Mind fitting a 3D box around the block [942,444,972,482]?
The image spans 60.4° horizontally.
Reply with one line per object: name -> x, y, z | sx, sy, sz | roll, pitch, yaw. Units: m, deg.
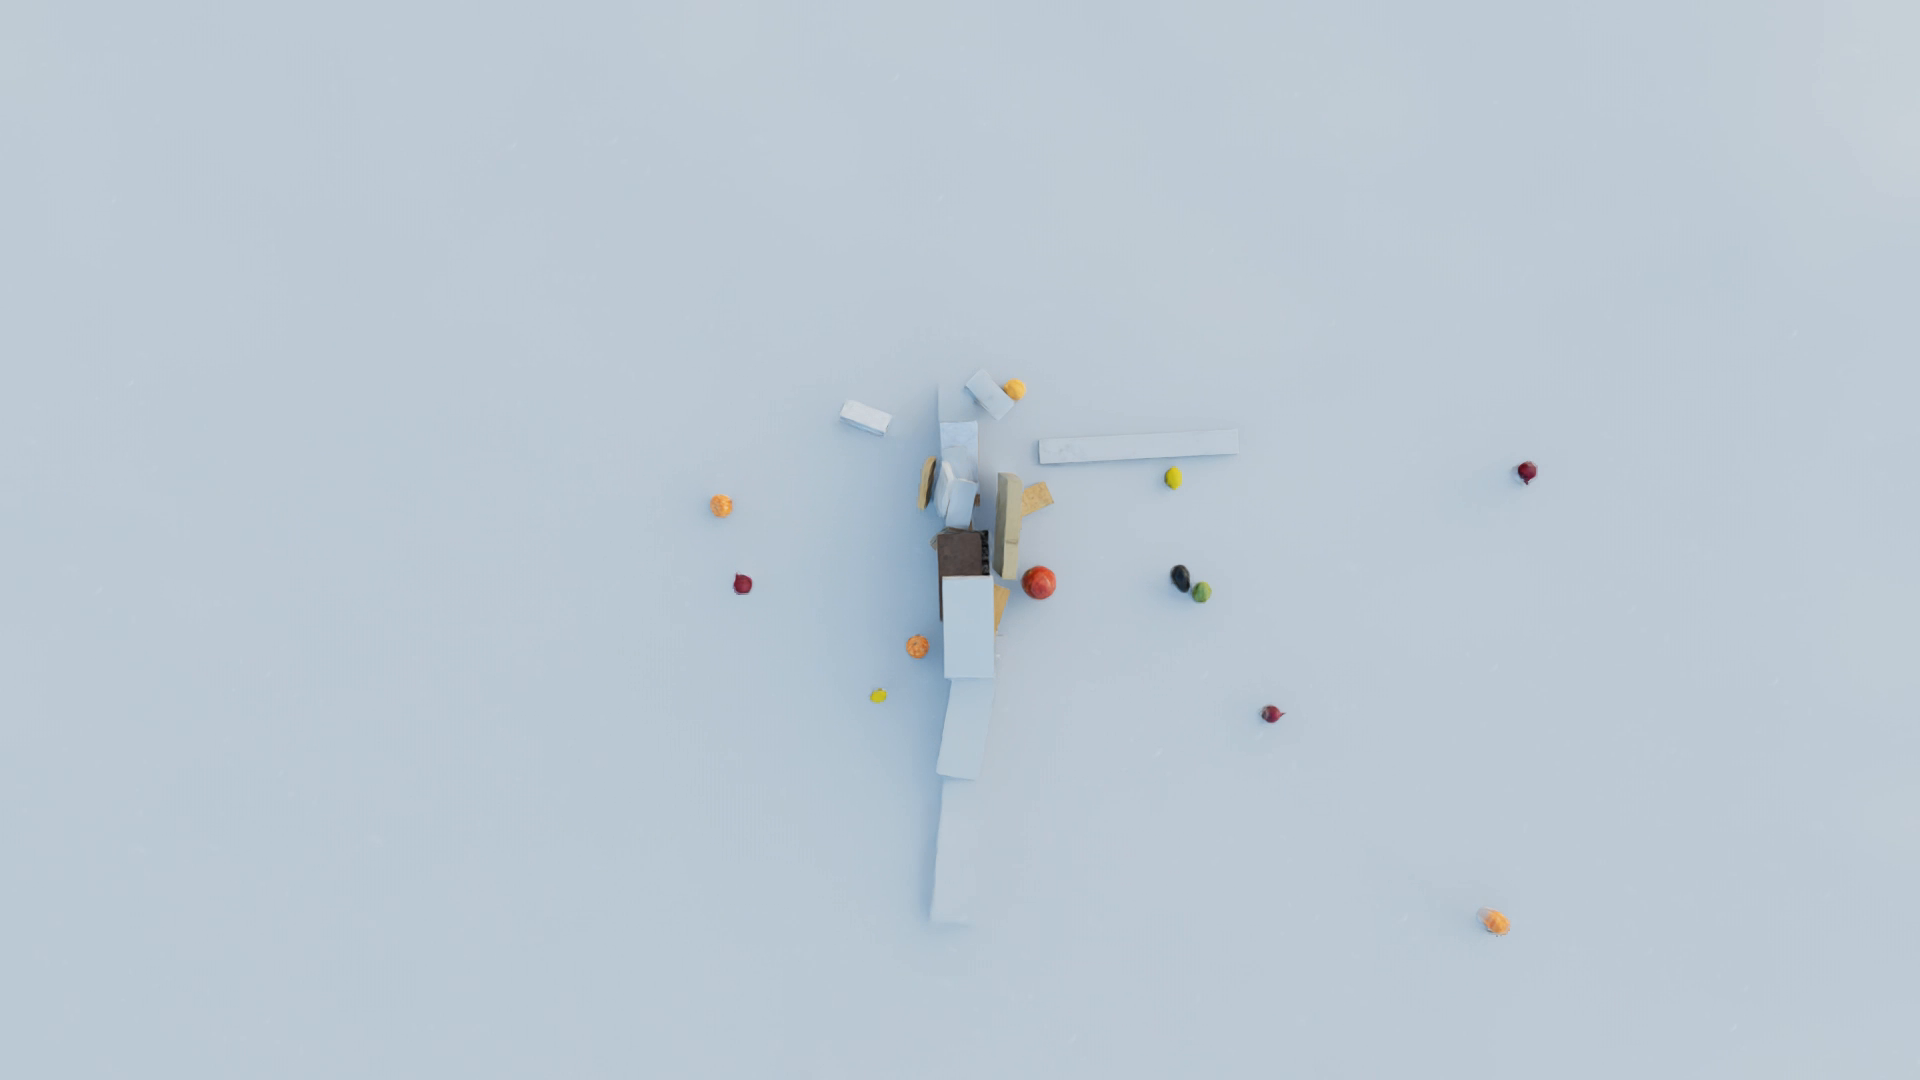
block -> -0.009, -0.228, 5.394 | 0.078, 0.022, 0.157 | -9, 102, 2

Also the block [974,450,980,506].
block -> 0.003, -0.233, 5.458 | 0.121, 0.034, 0.242 | -1, 102, 0

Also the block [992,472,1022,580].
block -> 0.154, -0.048, 5.389 | 0.046, 0.162, 0.325 | 1, 100, -11

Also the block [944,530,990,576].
block -> 0.026, 0.111, 5.394 | 0.141, 0.040, 0.283 | -2, 91, 2

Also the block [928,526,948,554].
block -> -0.049, -0.008, 5.473 | 0.107, 0.015, 0.054 | -39, 83, -11

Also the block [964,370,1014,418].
block -> 0.098, -0.482, 5.450 | 0.079, 0.022, 0.158 | -44, 87, 0

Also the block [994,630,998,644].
block -> 0.077, 0.312, 5.441 | 0.088, 0.025, 0.176 | 11, 77, 1

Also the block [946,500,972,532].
block -> -0.003, -0.059, 5.437 | 0.078, 0.022, 0.157 | -13, 80, 2

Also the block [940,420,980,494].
block -> 0.000, -0.268, 5.415 | 0.121, 0.034, 0.242 | -2, 102, 0

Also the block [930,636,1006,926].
block -> 0.027, 0.789, 5.477 | 0.162, 0.046, 0.958 | 5, 90, 0

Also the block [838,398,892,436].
block -> -0.313, -0.408, 5.468 | 0.159, 0.023, 0.080 | 21, 54, 0

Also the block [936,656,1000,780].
block -> 0.027, 0.574, 5.410 | 0.141, 0.040, 0.413 | 10, 97, 1

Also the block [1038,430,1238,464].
block -> 0.594, -0.311, 5.489 | 0.661, 0.023, 0.080 | -3, 90, 0

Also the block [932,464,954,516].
block -> -0.053, -0.165, 5.373 | 0.022, 0.079, 0.158 | -2, 135, -19

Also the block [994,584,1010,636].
block -> 0.096, 0.235, 5.434 | 0.088, 0.025, 0.175 | 19, 77, 3

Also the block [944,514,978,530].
block -> 0.017, -0.013, 5.459 | 0.088, 0.025, 0.178 | -19, 80, -8

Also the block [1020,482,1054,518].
block -> 0.224, -0.128, 5.489 | 0.159, 0.023, 0.080 | -24, 90, 0

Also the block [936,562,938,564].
block -> -0.035, 0.036, 5.492 | 0.054, 0.015, 0.107 | 18, 90, 0

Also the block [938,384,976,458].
block -> -0.009, -0.398, 5.483 | 0.121, 0.034, 0.242 | -2, 90, 0

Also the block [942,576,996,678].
block -> 0.029, 0.280, 5.318 | 0.162, 0.046, 0.325 | -1, 102, 2

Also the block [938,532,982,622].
block -> 0.001, 0.120, 5.355 | 0.141, 0.040, 0.283 | -2, 91, 2

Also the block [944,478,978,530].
block -> 0.004, -0.116, 5.393 | 0.078, 0.022, 0.157 | 11, 100, -2

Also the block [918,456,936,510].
block -> -0.108, -0.187, 5.428 | 0.022, 0.079, 0.158 | 14, 117, 9
